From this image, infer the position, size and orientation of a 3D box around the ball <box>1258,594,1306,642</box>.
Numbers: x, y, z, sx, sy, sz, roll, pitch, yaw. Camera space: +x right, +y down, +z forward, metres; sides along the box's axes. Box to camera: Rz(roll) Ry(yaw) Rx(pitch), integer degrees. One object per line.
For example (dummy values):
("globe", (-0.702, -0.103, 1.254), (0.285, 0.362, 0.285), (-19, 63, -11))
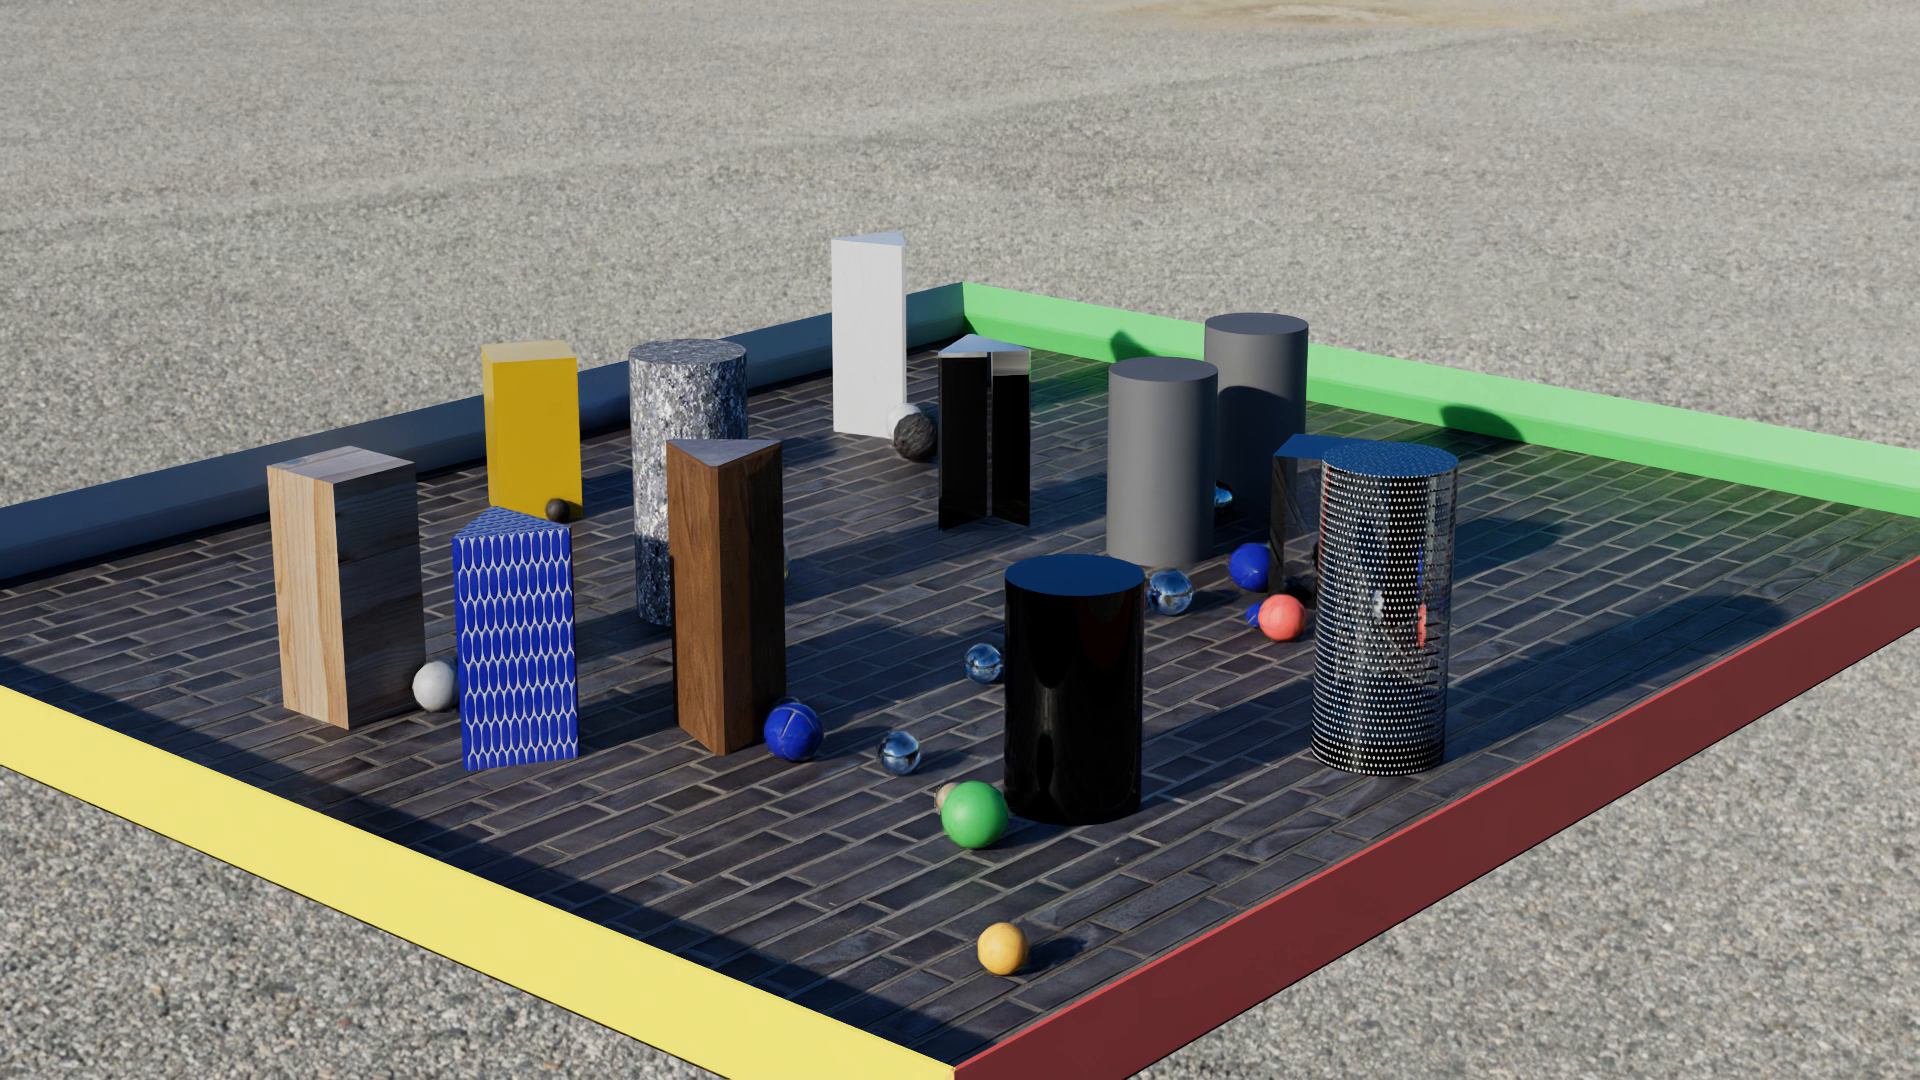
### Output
("ball", (0.537, 0.129, 4.885), (0.080, 0.080, 0.080), (0, 17, 0))

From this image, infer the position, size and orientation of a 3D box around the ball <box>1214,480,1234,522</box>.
("ball", (0.483, -0.074, 5.565), (0.077, 0.077, 0.077), (0, 17, 0))

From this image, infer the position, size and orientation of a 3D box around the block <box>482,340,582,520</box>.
("block", (-0.818, -0.209, 5.604), (0.158, 0.312, 0.158), (-5, 17, -15))

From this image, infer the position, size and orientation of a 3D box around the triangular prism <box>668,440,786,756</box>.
("triangular prism", (-0.376, 0.076, 4.424), (0.148, 0.449, 0.171), (10, 19, 30))

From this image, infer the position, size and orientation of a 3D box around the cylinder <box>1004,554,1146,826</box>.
("cylinder", (0.161, 0.211, 4.165), (0.198, 0.340, 0.198), (0, 17, 0))

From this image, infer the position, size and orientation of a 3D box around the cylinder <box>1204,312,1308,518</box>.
("cylinder", (0.565, -0.242, 5.638), (0.198, 0.356, 0.198), (0, 17, 0))

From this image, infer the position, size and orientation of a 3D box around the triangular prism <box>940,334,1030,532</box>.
("triangular prism", (0.033, -0.204, 5.533), (0.171, 0.345, 0.148), (-3, 17, -10))

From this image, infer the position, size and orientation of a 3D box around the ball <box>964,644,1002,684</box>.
("ball", (0.037, 0.197, 4.688), (0.063, 0.063, 0.063), (0, 17, 0))

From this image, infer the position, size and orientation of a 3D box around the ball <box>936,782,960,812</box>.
("ball", (-0.009, 0.368, 4.146), (0.049, 0.049, 0.049), (0, 17, 0))

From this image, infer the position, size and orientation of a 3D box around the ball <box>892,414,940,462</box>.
("ball", (-0.087, -0.209, 5.975), (0.099, 0.099, 0.099), (0, 17, 0))

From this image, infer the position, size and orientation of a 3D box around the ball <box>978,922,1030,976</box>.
("ball", (0.054, 0.509, 3.651), (0.065, 0.065, 0.065), (0, 17, 0))

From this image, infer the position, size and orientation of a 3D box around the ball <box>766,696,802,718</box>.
("ball", (-0.264, 0.268, 4.456), (0.061, 0.061, 0.061), (0, 17, 0))

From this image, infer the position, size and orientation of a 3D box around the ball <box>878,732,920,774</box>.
("ball", (-0.089, 0.313, 4.305), (0.063, 0.063, 0.063), (0, 17, 0))

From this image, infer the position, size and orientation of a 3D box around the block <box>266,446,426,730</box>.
("block", (-0.946, 0.071, 4.538), (0.158, 0.391, 0.158), (14, 21, 38))

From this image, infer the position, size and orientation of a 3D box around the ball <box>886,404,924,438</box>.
("ball", (-0.111, -0.239, 6.096), (0.087, 0.087, 0.087), (0, 17, 0))

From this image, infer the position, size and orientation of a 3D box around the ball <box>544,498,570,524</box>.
("ball", (-0.762, -0.056, 5.555), (0.048, 0.048, 0.048), (0, 17, 0))

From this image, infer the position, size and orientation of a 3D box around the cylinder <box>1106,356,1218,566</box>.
("cylinder", (0.367, -0.145, 5.339), (0.198, 0.343, 0.198), (0, 17, 0))

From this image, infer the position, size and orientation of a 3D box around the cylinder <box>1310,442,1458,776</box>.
("cylinder", (0.625, 0.100, 4.329), (0.198, 0.457, 0.198), (0, 17, 0))

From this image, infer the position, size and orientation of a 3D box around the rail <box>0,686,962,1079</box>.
("rail", (-1.007, 0.367, 4.009), (2.692, 0.128, 0.045), (14, 22, 39))

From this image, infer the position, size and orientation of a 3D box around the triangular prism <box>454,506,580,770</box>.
("triangular prism", (-0.673, 0.140, 4.369), (0.171, 0.357, 0.148), (-6, 18, -18))

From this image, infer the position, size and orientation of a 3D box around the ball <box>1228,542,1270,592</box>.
("ball", (0.515, 0.047, 5.143), (0.088, 0.088, 0.088), (0, 17, 0))

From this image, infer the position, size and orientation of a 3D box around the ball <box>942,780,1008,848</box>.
("ball", (0.021, 0.378, 4.037), (0.093, 0.093, 0.093), (0, 17, 0))

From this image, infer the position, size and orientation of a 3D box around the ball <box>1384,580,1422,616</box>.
("ball", (0.758, 0.100, 5.013), (0.063, 0.063, 0.063), (0, 17, 0))

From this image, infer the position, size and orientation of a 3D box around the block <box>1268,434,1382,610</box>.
("block", (0.635, -0.030, 5.087), (0.158, 0.268, 0.158), (6, 18, 19))

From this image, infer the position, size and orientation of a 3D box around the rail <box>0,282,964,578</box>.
("rail", (-0.999, -0.218, 5.950), (0.045, 0.128, 3.120), (14, 22, 39))

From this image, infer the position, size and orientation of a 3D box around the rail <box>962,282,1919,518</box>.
("rail", (1.007, -0.303, 6.231), (2.692, 0.128, 0.045), (14, 22, 39))

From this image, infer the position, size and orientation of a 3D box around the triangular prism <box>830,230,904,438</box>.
("triangular prism", (-0.160, -0.438, 6.191), (0.171, 0.412, 0.148), (8, 19, 25))

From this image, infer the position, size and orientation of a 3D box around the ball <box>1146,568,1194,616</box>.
("ball", (0.359, 0.088, 5.020), (0.080, 0.080, 0.080), (0, 17, 0))

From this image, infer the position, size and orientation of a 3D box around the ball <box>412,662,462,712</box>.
("ball", (-0.811, 0.228, 4.560), (0.079, 0.079, 0.079), (0, 17, 0))

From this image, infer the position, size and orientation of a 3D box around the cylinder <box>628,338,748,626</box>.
("cylinder", (-0.458, -0.099, 4.991), (0.198, 0.455, 0.198), (0, 17, 0))

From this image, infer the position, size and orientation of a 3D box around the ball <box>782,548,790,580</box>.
("ball", (-0.347, 0.043, 5.147), (0.094, 0.094, 0.094), (0, 17, 0))

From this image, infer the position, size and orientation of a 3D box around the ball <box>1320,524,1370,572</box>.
("ball", (0.689, 0.014, 5.253), (0.088, 0.088, 0.088), (0, 17, 0))

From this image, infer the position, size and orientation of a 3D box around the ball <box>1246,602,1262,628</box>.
("ball", (0.504, 0.127, 4.958), (0.042, 0.042, 0.042), (0, 17, 0))

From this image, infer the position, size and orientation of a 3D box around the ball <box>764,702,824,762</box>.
("ball", (-0.247, 0.285, 4.355), (0.088, 0.088, 0.088), (0, 17, 0))

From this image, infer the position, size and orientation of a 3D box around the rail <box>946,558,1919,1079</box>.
("rail", (0.999, 0.282, 4.290), (0.045, 0.128, 3.120), (14, 22, 39))
